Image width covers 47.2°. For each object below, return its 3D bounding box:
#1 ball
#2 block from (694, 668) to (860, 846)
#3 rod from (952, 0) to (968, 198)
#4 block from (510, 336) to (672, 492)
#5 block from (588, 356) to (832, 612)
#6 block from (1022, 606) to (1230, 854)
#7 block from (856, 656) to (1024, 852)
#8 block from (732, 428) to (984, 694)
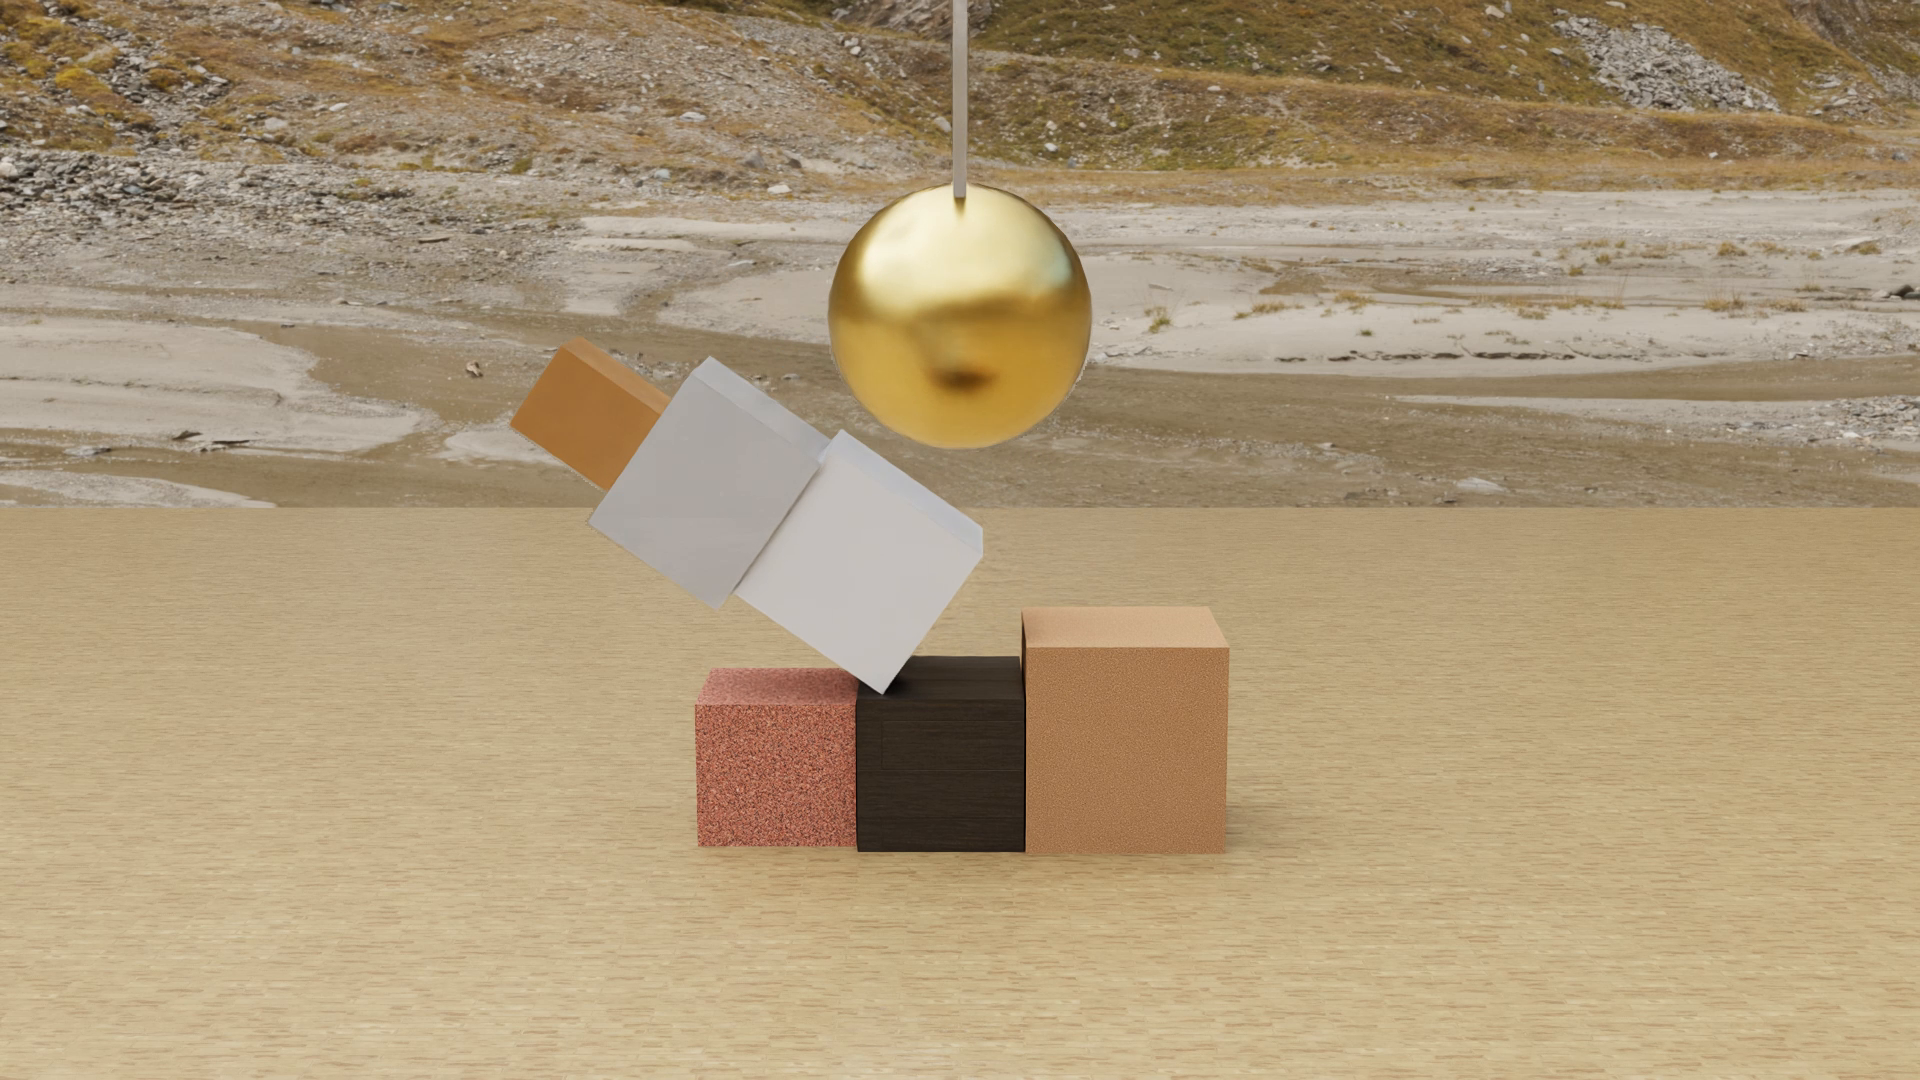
[{"bbox_3d":[0.000,-1.345,13.268,1.600,1.600,1.600,0,10,0],"label":"ball"},{"bbox_3d":[-0.921,1.112,11.391,0.800,0.736,0.774,0,10,0],"label":"block"},{"bbox_3d":[0.000,-4.203,11.427,0.080,5.200,0.080,0,33,0],"label":"rod"},{"bbox_3d":[-1.834,-0.637,11.025,0.592,0.473,0.483,35,10,-6],"label":"block"},{"bbox_3d":[-1.246,-0.303,11.133,0.769,0.899,0.839,35,9,-6],"label":"block"},{"bbox_3d":[0.825,0.959,11.342,0.993,1.055,0.958,0,10,0],"label":"block"},{"bbox_3d":[-0.097,1.091,11.368,0.829,0.787,0.920,0,10,0],"label":"block"},{"bbox_3d":[-0.504,0.094,11.205,0.907,0.869,0.781,35,9,-6],"label":"block"}]
